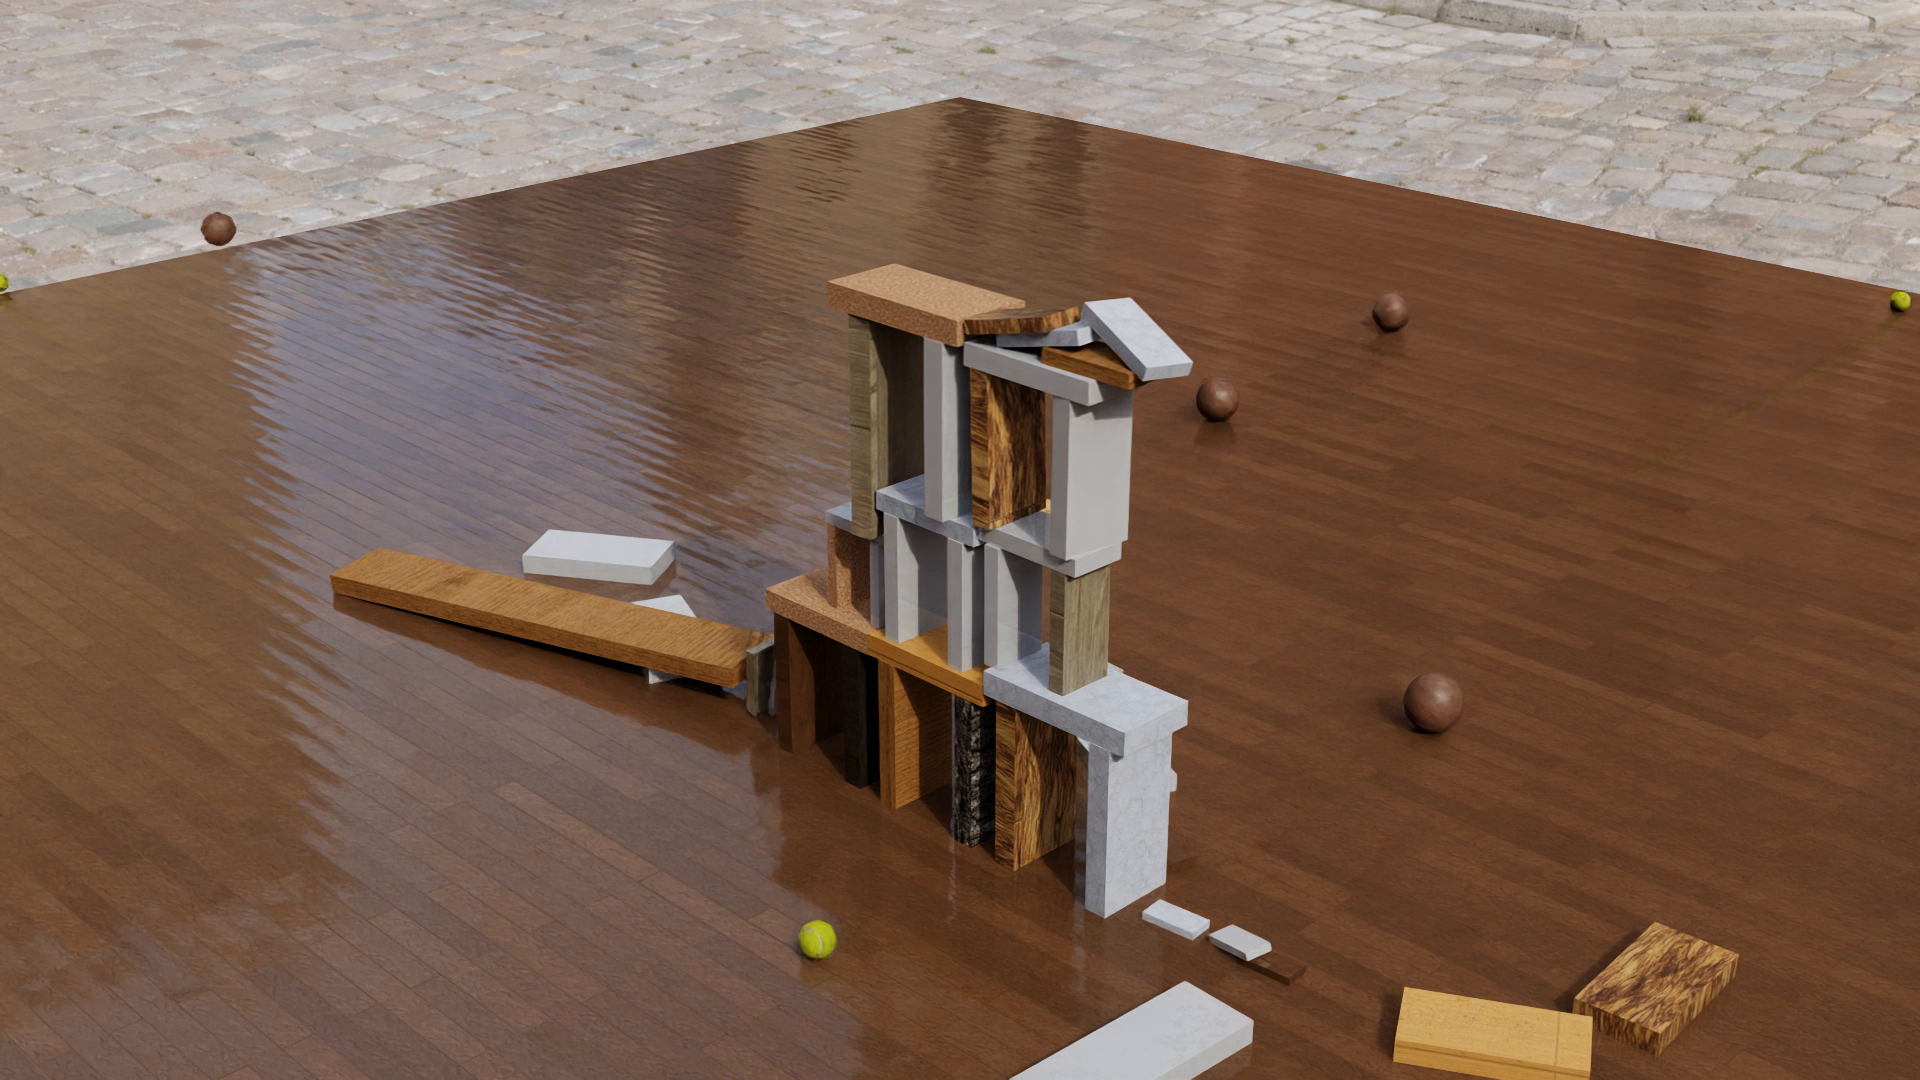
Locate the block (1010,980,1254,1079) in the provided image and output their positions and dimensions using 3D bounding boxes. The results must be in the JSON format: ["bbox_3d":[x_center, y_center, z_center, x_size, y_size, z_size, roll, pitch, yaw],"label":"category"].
[{"bbox_3d":[0.243,0.883,3.623,0.543,0.045,0.158,-19,30,-38],"label":"block"}]

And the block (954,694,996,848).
[{"bbox_3d":[0.062,0.430,4.335,0.046,0.322,0.161,21,31,41],"label":"block"}]

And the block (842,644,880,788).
[{"bbox_3d":[-0.166,0.340,4.551,0.045,0.319,0.159,21,31,41],"label":"block"}]

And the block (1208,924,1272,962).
[{"bbox_3d":[0.507,0.730,3.987,0.056,0.016,0.113,-17,17,-27],"label":"block"}]

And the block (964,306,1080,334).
[{"bbox_3d":[0.110,-0.389,3.905,0.189,0.027,0.094,4,19,44],"label":"block"}]

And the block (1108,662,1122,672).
[{"bbox_3d":[0.225,0.298,4.937,0.263,0.037,0.131,-3,19,-41],"label":"block"}]

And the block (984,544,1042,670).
[{"bbox_3d":[0.101,0.109,4.156,0.035,0.247,0.123,21,31,40],"label":"block"}]

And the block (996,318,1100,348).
[{"bbox_3d":[0.168,-0.366,3.886,0.099,0.028,0.199,-22,18,-41],"label":"block"}]

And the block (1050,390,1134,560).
[{"bbox_3d":[0.234,-0.128,3.920,0.152,0.304,0.043,-18,29,-36],"label":"block"}]

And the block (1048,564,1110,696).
[{"bbox_3d":[0.221,0.153,4.053,0.123,0.247,0.035,-21,31,-40],"label":"block"}]

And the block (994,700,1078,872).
[{"bbox_3d":[0.148,0.447,4.256,0.050,0.353,0.176,21,31,41],"label":"block"}]

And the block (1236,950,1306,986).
[{"bbox_3d":[0.558,0.761,3.947,0.112,0.016,0.056,19,29,37],"label":"block"}]

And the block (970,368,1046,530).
[{"bbox_3d":[0.090,-0.186,4.055,0.152,0.304,0.043,-21,29,-40],"label":"block"}]

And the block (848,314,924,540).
[{"bbox_3d":[-0.140,-0.242,4.288,0.050,0.454,0.175,16,28,32],"label":"block"}]

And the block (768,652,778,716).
[{"bbox_3d":[-0.379,0.249,4.778,0.015,0.313,0.053,33,40,30],"label":"block"}]

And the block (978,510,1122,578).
[{"bbox_3d":[0.164,0.001,4.051,0.123,0.035,0.247,-21,31,-40],"label":"block"}]

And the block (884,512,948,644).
[{"bbox_3d":[-0.087,0.058,4.339,0.134,0.268,0.038,-21,31,-40],"label":"block"}]

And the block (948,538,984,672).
[{"bbox_3d":[0.038,0.107,4.222,0.134,0.268,0.038,-21,31,-40],"label":"block"}]

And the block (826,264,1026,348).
[{"bbox_3d":[-0.066,-0.442,4.113,0.175,0.050,0.351,-21,31,-40],"label":"block"}]

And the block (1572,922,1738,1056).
[{"bbox_3d":[1.221,0.783,3.858,0.158,0.045,0.316,19,29,37],"label":"block"}]

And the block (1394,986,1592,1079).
[{"bbox_3d":[0.901,0.843,3.716,0.316,0.045,0.158,6,24,15],"label":"block"}]

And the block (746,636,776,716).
[{"bbox_3d":[-0.429,0.298,4.810,0.023,0.159,0.080,26,37,34],"label":"block"}]

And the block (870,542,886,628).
[{"bbox_3d":[-0.137,0.079,4.410,0.091,0.182,0.026,-21,31,-40],"label":"block"}]

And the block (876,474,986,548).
[{"bbox_3d":[-0.021,-0.059,4.223,0.134,0.038,0.268,-21,31,-40],"label":"block"}]

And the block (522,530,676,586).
[{"bbox_3d":[-0.917,0.043,5.598,0.344,0.049,0.172,5,24,12],"label":"block"}]

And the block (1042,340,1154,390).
[{"bbox_3d":[0.249,-0.308,3.809,0.199,0.028,0.099,21,31,40],"label":"block"}]

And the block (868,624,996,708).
[{"bbox_3d":[-0.013,0.231,4.334,0.161,0.046,0.322,-21,31,-40],"label":"block"}]

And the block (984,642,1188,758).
[{"bbox_3d":[0.231,0.294,4.101,0.353,0.050,0.176,21,31,41],"label":"block"}]

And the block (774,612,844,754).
[{"bbox_3d":[-0.317,0.281,4.690,0.045,0.319,0.159,21,31,41],"label":"block"}]

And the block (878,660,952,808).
[{"bbox_3d":[-0.090,0.370,4.476,0.046,0.322,0.161,21,31,41],"label":"block"}]

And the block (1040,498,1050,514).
[{"bbox_3d":[0.223,-0.083,5.937,0.053,0.015,0.105,18,29,36],"label":"block"}]

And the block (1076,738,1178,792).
[{"bbox_3d":[0.340,0.461,4.626,0.131,0.037,0.263,-8,24,-18],"label":"block"}]

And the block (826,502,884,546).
[{"bbox_3d":[-0.176,-0.034,4.410,0.091,0.026,0.182,-21,31,-40],"label":"block"}]

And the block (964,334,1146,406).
[{"bbox_3d":[0.167,-0.313,3.910,0.152,0.043,0.304,-21,31,-40],"label":"block"}]

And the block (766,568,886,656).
[{"bbox_3d":[-0.238,0.145,4.546,0.319,0.045,0.159,21,31,41],"label":"block"}]

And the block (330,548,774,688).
[{"bbox_3d":[-0.984,0.173,5.201,1.237,0.049,0.172,11,29,30],"label":"block"}]

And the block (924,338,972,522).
[{"bbox_3d":[0.014,-0.224,4.114,0.175,0.351,0.050,-20,31,-39],"label":"block"}]

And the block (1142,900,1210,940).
[{"bbox_3d":[0.401,0.704,4.080,0.113,0.016,0.056,18,29,36],"label":"block"}]

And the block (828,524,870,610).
[{"bbox_3d":[-0.226,0.042,4.498,0.091,0.182,0.026,-20,30,-38],"label":"block"}]

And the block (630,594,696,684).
[{"bbox_3d":[-0.691,0.229,5.159,0.172,0.049,0.344,-9,25,-21],"label":"block"}]

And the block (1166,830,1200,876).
[{"bbox_3d":[0.377,0.598,4.317,0.094,0.027,0.189,-12,26,-27],"label":"block"}]

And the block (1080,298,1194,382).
[{"bbox_3d":[0.303,-0.346,3.778,0.099,0.028,0.199,-9,44,-32],"label":"block"}]

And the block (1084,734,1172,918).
[{"bbox_3d":[0.314,0.512,4.103,0.176,0.353,0.050,-21,31,-41],"label":"block"}]
